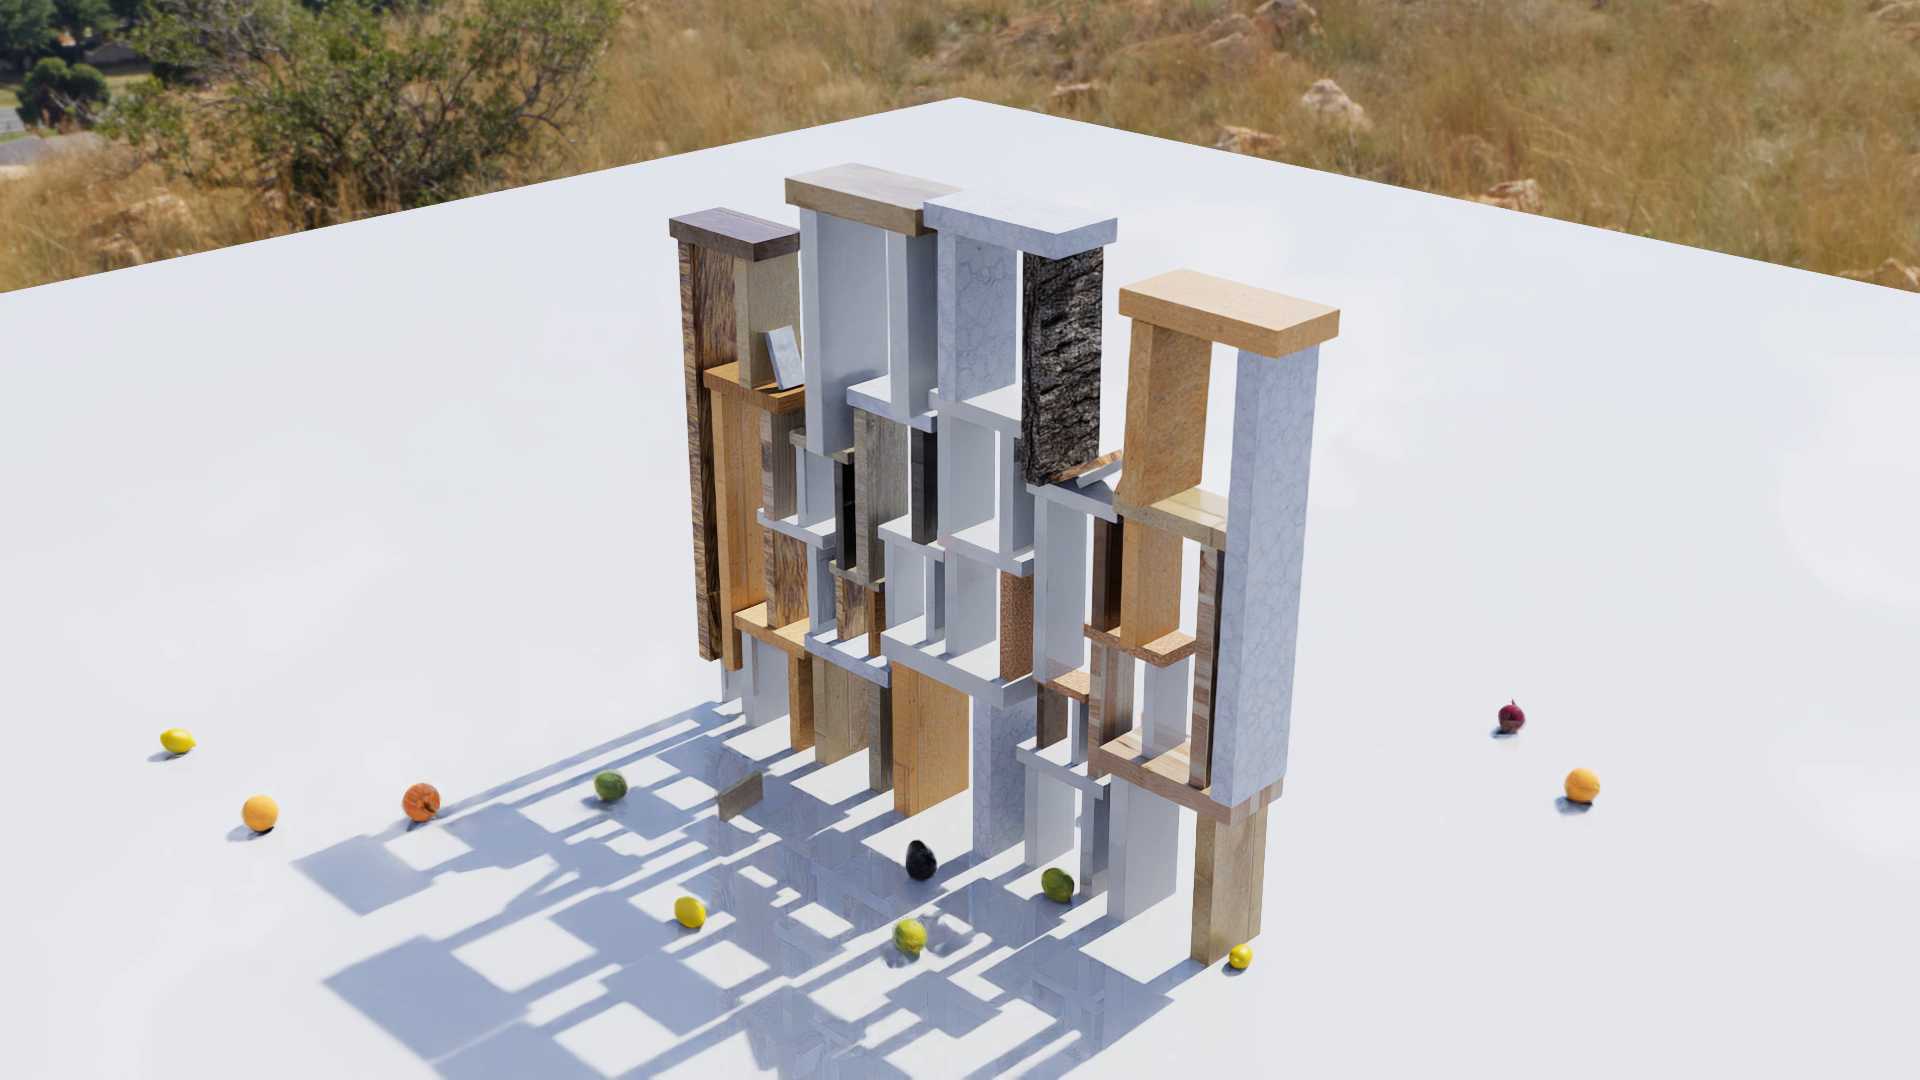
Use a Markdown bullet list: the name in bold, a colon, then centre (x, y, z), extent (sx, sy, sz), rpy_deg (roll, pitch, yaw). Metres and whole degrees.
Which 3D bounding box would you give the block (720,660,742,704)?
- **block**: centre (-0.508, 0.307, 4.904), extent (0.015, 0.103, 0.052), rpy_deg (21, 31, 41)

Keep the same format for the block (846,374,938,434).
- **block**: centre (-0.095, -0.263, 4.230), extent (0.117, 0.033, 0.235), rpy_deg (-21, 31, -41)

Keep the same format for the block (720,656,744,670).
- **block**: centre (-0.484, 0.262, 4.859), extent (0.103, 0.015, 0.052), rpy_deg (21, 31, 41)

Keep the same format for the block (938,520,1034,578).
- **block**: centre (0.074, 0.010, 4.147), extent (0.220, 0.031, 0.110), rpy_deg (21, 31, 40)

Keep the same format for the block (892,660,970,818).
- **block**: centre (-0.058, 0.375, 4.444), extent (0.048, 0.338, 0.169), rpy_deg (21, 31, 41)

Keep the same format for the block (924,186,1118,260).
- **block**: centre (0.104, -0.562, 3.878), extent (0.319, 0.045, 0.159), rpy_deg (21, 31, 40)

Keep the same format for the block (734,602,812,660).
- **block**: centre (-0.365, 0.189, 4.695), extent (0.113, 0.032, 0.226), rpy_deg (-21, 31, -41)

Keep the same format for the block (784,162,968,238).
- **block**: centre (-0.144, -0.638, 4.106), extent (0.352, 0.050, 0.176), rpy_deg (21, 31, 40)

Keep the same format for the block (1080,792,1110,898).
- **block**: centre (0.277, 0.558, 4.162), extent (0.031, 0.221, 0.111), rpy_deg (21, 31, 41)

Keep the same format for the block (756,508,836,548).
- **block**: centre (-0.316, -0.036, 4.554), extent (0.202, 0.029, 0.101), rpy_deg (21, 31, 40)

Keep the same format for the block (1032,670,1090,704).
- **block**: centre (0.207, 0.266, 4.119), extent (0.067, 0.019, 0.134), rpy_deg (-21, 31, -40)

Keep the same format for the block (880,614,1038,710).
- **block**: centre (0.022, 0.229, 4.296), extent (0.169, 0.048, 0.338), rpy_deg (-21, 31, -40)

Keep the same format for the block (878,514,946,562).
- **block**: centre (-0.066, -0.004, 4.296), extent (0.178, 0.025, 0.089), rpy_deg (20, 30, 39)

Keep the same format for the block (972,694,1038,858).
- **block**: centre (0.101, 0.437, 4.298), extent (0.048, 0.337, 0.169), rpy_deg (21, 31, 41)

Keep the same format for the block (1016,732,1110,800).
- **block**: centre (0.225, 0.421, 4.161), extent (0.111, 0.031, 0.221), rpy_deg (-21, 31, -40)

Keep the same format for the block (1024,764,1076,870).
- **block**: centre (0.175, 0.516, 4.261), extent (0.031, 0.221, 0.111), rpy_deg (21, 31, 40)

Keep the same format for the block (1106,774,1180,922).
- **block**: centre (0.342, 0.546, 4.087), extent (0.043, 0.301, 0.151), rpy_deg (21, 31, 41)

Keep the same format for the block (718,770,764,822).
- **block**: centre (-0.445, 0.519, 4.460), extent (0.017, 0.060, 0.120), rpy_deg (12, 26, 33)

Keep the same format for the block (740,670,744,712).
- **block**: centre (-0.459, 0.326, 4.859), extent (0.015, 0.104, 0.052), rpy_deg (21, 31, 41)

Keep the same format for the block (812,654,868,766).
- **block**: centre (-0.249, 0.339, 4.639), extent (0.036, 0.253, 0.126), rpy_deg (21, 31, 41)

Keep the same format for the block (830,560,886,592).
- **block**: centre (-0.188, 0.065, 4.459), extent (0.075, 0.021, 0.149), rpy_deg (-21, 31, -40)

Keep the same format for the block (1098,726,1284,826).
- **block**: centre (0.413, 0.416, 3.953), extent (0.301, 0.043, 0.151), rpy_deg (21, 31, 40)

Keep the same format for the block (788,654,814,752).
- **block**: centre (-0.312, 0.329, 4.697), extent (0.032, 0.226, 0.113), rpy_deg (21, 31, 41)

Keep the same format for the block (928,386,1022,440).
- **block**: centre (0.069, -0.245, 4.049), extent (0.120, 0.034, 0.240), rpy_deg (-21, 31, -40)

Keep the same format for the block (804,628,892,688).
- **block**: centre (-0.190, 0.229, 4.528), extent (0.126, 0.036, 0.253), rpy_deg (-21, 31, -41)

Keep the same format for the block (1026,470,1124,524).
- **block**: centre (0.236, -0.087, 3.939), extent (0.108, 0.031, 0.217), rpy_deg (-21, 31, -40)

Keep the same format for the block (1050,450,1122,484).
- **block**: centre (0.225, -0.130, 3.902), extent (0.063, 0.018, 0.126), rpy_deg (-21, 1, -40)

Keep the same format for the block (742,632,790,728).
- **block**: centre (-0.418, 0.287, 4.795), extent (0.032, 0.226, 0.113), rpy_deg (21, 31, 41)

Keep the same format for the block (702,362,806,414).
- **block**: centre (-0.406, -0.318, 4.523), extent (0.120, 0.034, 0.240), rpy_deg (-21, 31, -40)

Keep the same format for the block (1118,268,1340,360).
- **block**: centre (0.437, -0.373, 3.589), extent (0.328, 0.046, 0.164), rpy_deg (22, 31, 40)

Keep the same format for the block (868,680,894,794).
- **block**: centre (-0.130, 0.385, 4.529), extent (0.036, 0.253, 0.126), rpy_deg (21, 31, 41)

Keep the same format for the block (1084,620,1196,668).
- **block**: centre (0.323, 0.175, 3.951), extent (0.094, 0.027, 0.188), rpy_deg (-21, 31, -40)

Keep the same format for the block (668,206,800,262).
- **block**: centre (-0.451, -0.619, 4.447), extent (0.135, 0.038, 0.271), rpy_deg (-21, 31, -40)

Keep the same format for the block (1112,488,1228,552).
- **block**: centre (0.396, -0.048, 3.768), extent (0.246, 0.035, 0.123), rpy_deg (21, 31, 40)

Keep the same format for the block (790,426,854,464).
- **block**: centre (-0.252, -0.196, 4.415), extent (0.087, 0.025, 0.175), rpy_deg (-21, 31, -41)
